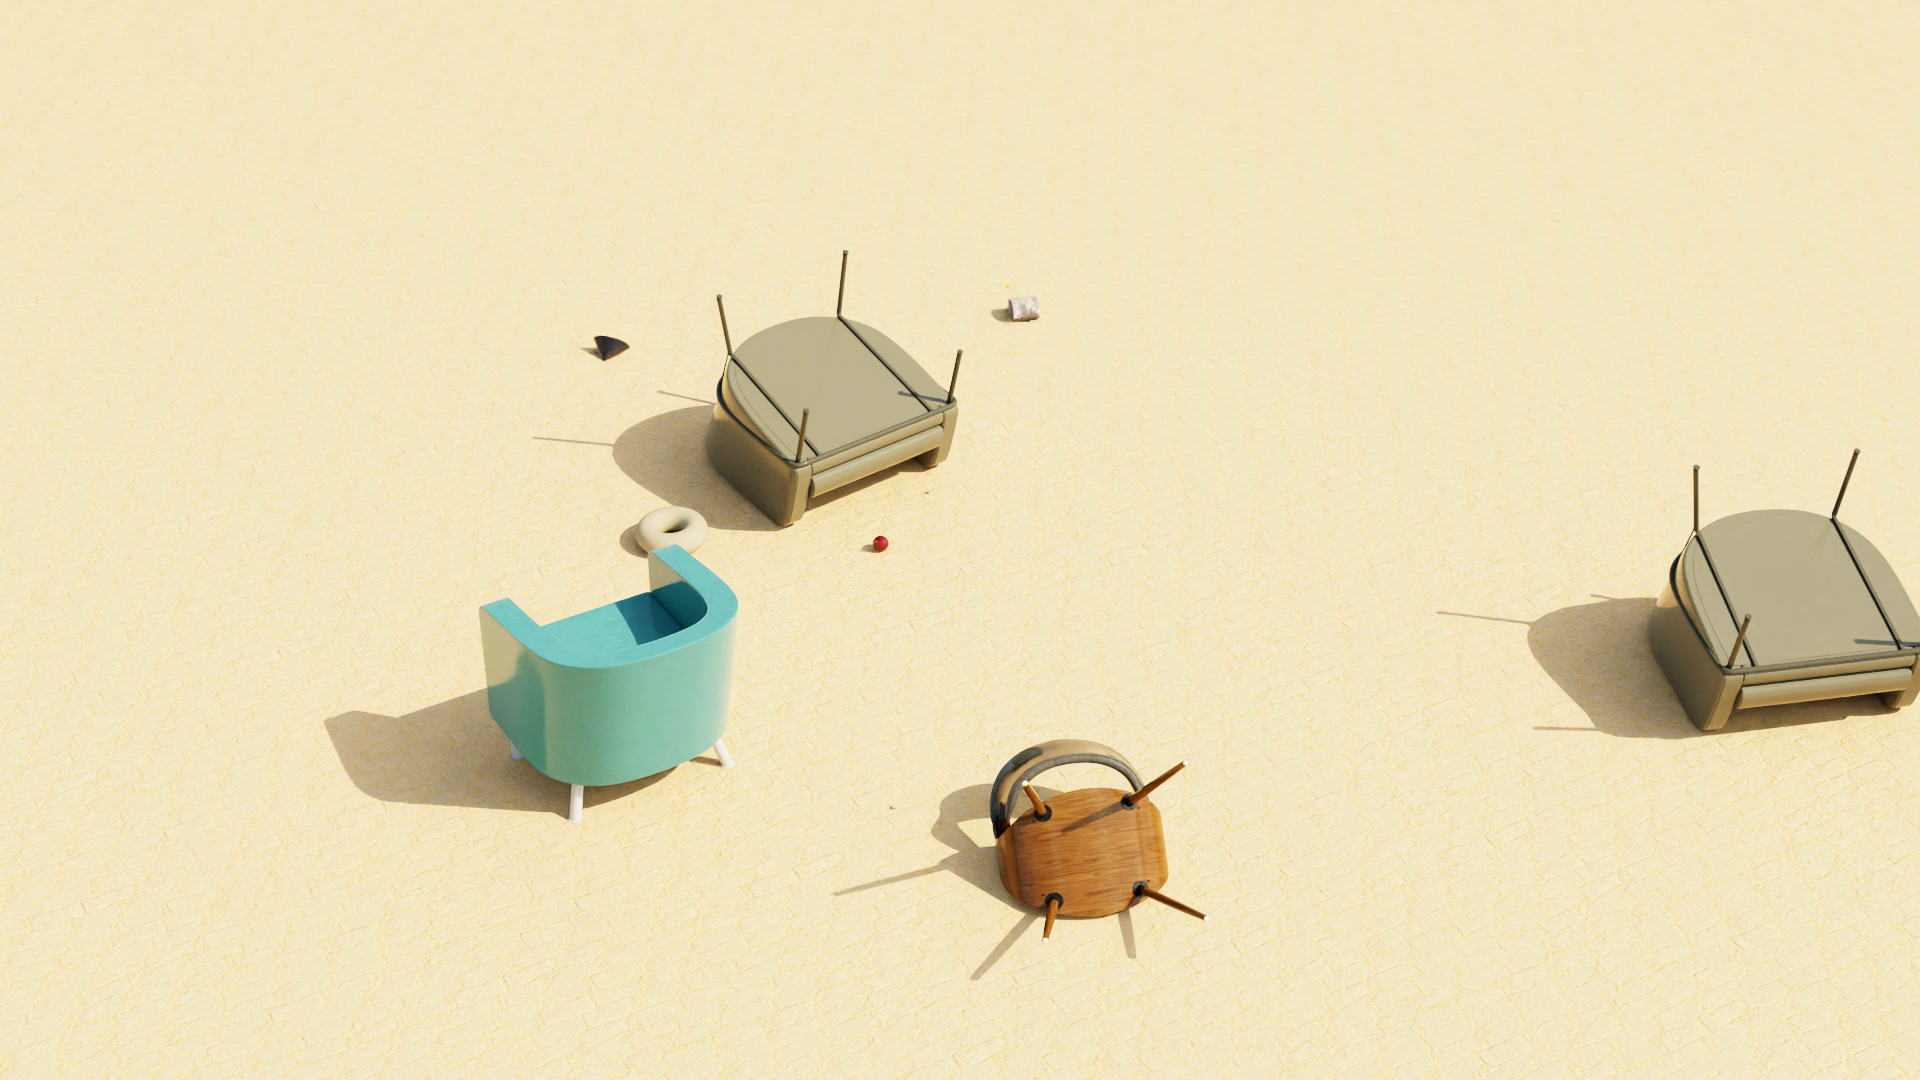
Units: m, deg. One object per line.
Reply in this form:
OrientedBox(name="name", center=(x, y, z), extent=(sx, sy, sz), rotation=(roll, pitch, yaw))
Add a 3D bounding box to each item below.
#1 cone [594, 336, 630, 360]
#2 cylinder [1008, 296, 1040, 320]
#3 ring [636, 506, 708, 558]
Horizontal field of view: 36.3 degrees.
OrientedBox(name="cone", center=(-1.452, -0.774, 12.080), extent=(0.162, 0.094, 0.095), rotation=(12, 62, 13))
OrientedBox(name="cylinder", center=(0.269, -0.978, 12.355), extent=(0.111, 0.080, 0.121), rotation=(-7, 38, -10))
OrientedBox(name="ring", center=(-1.072, -0.030, 10.908), extent=(0.272, 0.092, 0.264), rotation=(-22, 41, -29))
